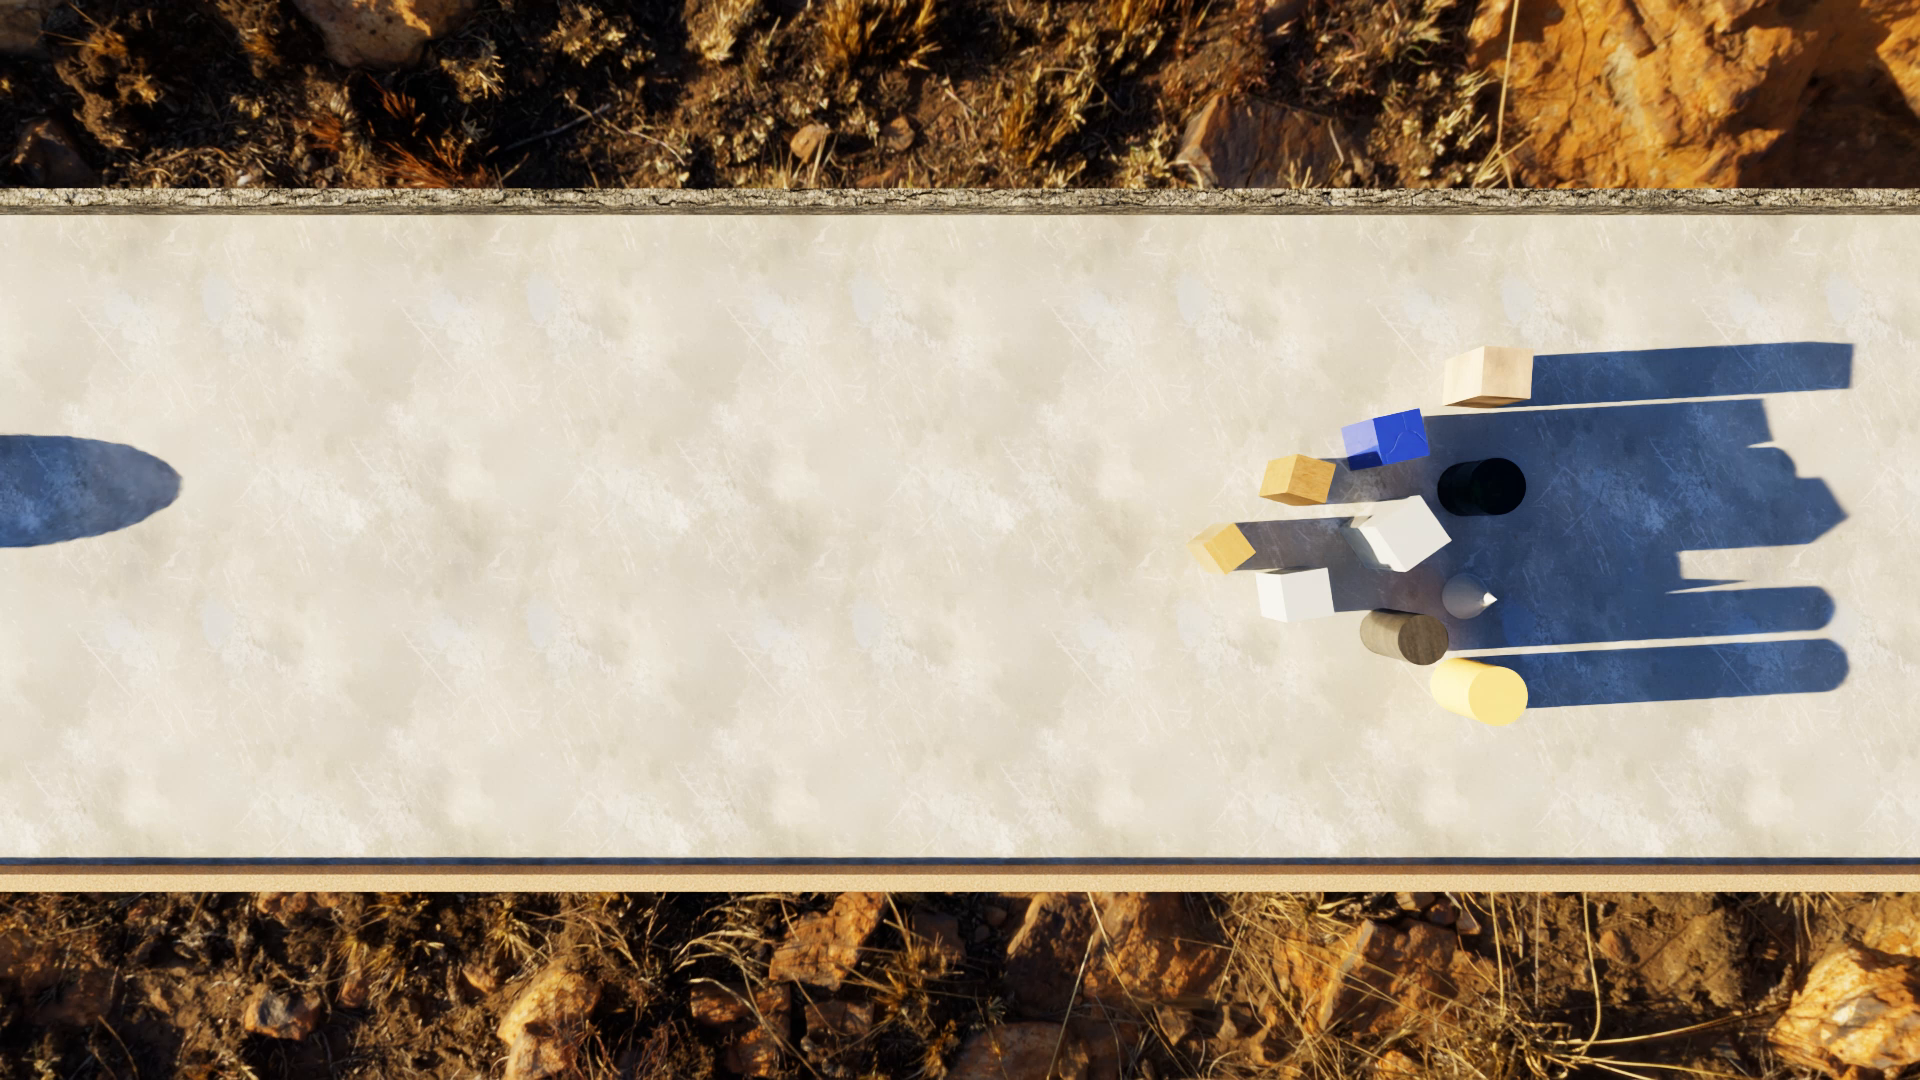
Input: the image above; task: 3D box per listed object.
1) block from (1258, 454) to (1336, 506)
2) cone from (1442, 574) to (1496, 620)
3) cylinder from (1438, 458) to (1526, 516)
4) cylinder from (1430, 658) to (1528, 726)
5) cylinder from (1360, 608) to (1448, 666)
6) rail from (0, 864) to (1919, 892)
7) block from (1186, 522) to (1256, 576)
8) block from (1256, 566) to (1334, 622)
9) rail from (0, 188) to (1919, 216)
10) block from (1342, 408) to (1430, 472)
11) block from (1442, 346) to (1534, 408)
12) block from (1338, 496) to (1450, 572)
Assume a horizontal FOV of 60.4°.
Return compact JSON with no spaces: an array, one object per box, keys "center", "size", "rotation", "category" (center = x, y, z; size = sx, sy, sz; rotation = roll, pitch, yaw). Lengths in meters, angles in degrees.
[{"center":[0.988,-0.173,4.857],"size":[0.113,0.440,0.113],"rotation":[16,90,0],"category":"block"},{"center":[1.555,0.173,4.926],"size":[0.142,0.300,0.142],"rotation":[0,90,0],"category":"cone"},{"center":[1.552,-0.155,4.919],"size":[0.166,0.316,0.166],"rotation":[0,90,0],"category":"cylinder"},{"center":[1.533,0.446,4.889],"size":[0.169,0.376,0.169],"rotation":[0,90,0],"category":"cylinder"},{"center":[1.302,0.281,4.856],"size":[0.144,0.442,0.144],"rotation":[0,90,0],"category":"cylinder"},{"center":[-2.247,1.025,5.001],"size":[12.000,0.150,0.050],"rotation":[0,90,0],"category":"rail"},{"center":[0.768,0.025,4.886],"size":[0.108,0.381,0.108],"rotation":[-37,90,0],"category":"block"},{"center":[0.986,0.157,4.881],"size":[0.136,0.392,0.136],"rotation":[-9,90,0],"category":"block"},{"center":[-2.247,-1.025,5.002],"size":[12.000,0.150,0.050],"rotation":[0,90,0],"category":"rail"},{"center":[1.254,-0.294,4.881],"size":[0.137,0.391,0.137],"rotation":[-13,90,0],"category":"block"},{"center":[1.560,-0.479,4.889],"size":[0.141,0.375,0.141],"rotation":[4,90,0],"category":"block"},{"center":[1.270,-0.018,4.848],"size":[0.153,0.456,0.153],"rotation":[-35,90,0],"category":"block"}]
